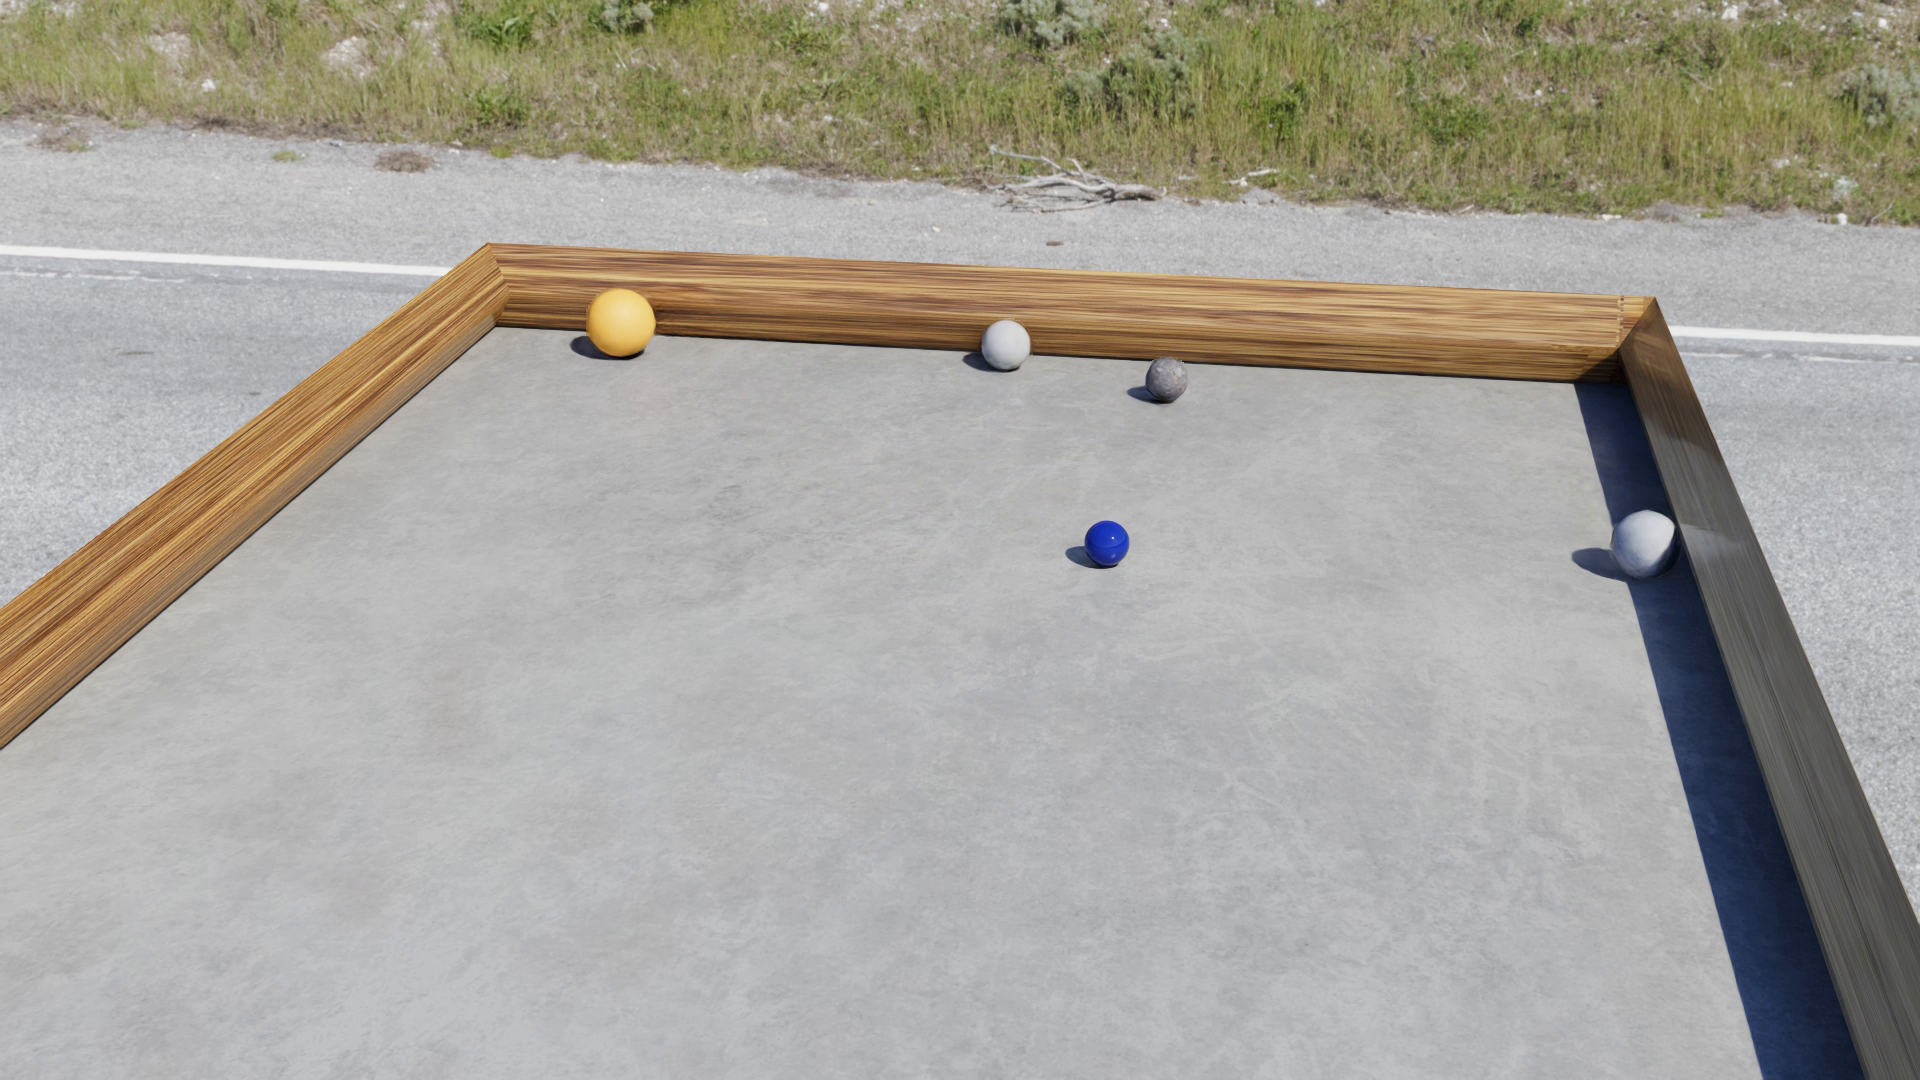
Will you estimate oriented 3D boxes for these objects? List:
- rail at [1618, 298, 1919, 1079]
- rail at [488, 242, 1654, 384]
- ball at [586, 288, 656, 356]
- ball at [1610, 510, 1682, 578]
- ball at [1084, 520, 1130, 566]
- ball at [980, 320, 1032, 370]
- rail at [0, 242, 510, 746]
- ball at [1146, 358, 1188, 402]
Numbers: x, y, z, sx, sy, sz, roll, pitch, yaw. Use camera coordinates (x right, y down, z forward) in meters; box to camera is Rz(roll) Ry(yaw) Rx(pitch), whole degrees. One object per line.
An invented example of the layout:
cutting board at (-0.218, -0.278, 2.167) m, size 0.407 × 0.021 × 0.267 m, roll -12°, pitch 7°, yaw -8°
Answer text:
rail at (0.635, 0.307, 1.542) m, size 0.045 × 0.119 × 2.887 m, roll 4°, pitch 24°, yaw 9°
rail at (0.114, -0.299, 2.942) m, size 1.573 × 0.119 × 0.045 m, roll 4°, pitch 24°, yaw 9°
ball at (-0.457, -0.293, 2.965) m, size 0.092 × 0.092 × 0.092 m, roll 0°, pitch 23°, yaw 0°
ball at (0.718, 0.005, 2.303) m, size 0.072 × 0.072 × 0.072 m, roll 0°, pitch 23°, yaw 0°
ball at (0.156, 0.003, 2.334) m, size 0.049 × 0.049 × 0.049 m, roll 0°, pitch 23°, yaw 0°
ball at (0.061, -0.259, 2.918) m, size 0.067 × 0.067 × 0.067 m, roll 0°, pitch 23°, yaw 0°
rail at (-0.871, 0.208, 1.771) m, size 0.045 × 0.119 × 2.887 m, roll 4°, pitch 24°, yaw 9°
ball at (0.264, -0.204, 2.806) m, size 0.055 × 0.055 × 0.055 m, roll 0°, pitch 23°, yaw 0°
